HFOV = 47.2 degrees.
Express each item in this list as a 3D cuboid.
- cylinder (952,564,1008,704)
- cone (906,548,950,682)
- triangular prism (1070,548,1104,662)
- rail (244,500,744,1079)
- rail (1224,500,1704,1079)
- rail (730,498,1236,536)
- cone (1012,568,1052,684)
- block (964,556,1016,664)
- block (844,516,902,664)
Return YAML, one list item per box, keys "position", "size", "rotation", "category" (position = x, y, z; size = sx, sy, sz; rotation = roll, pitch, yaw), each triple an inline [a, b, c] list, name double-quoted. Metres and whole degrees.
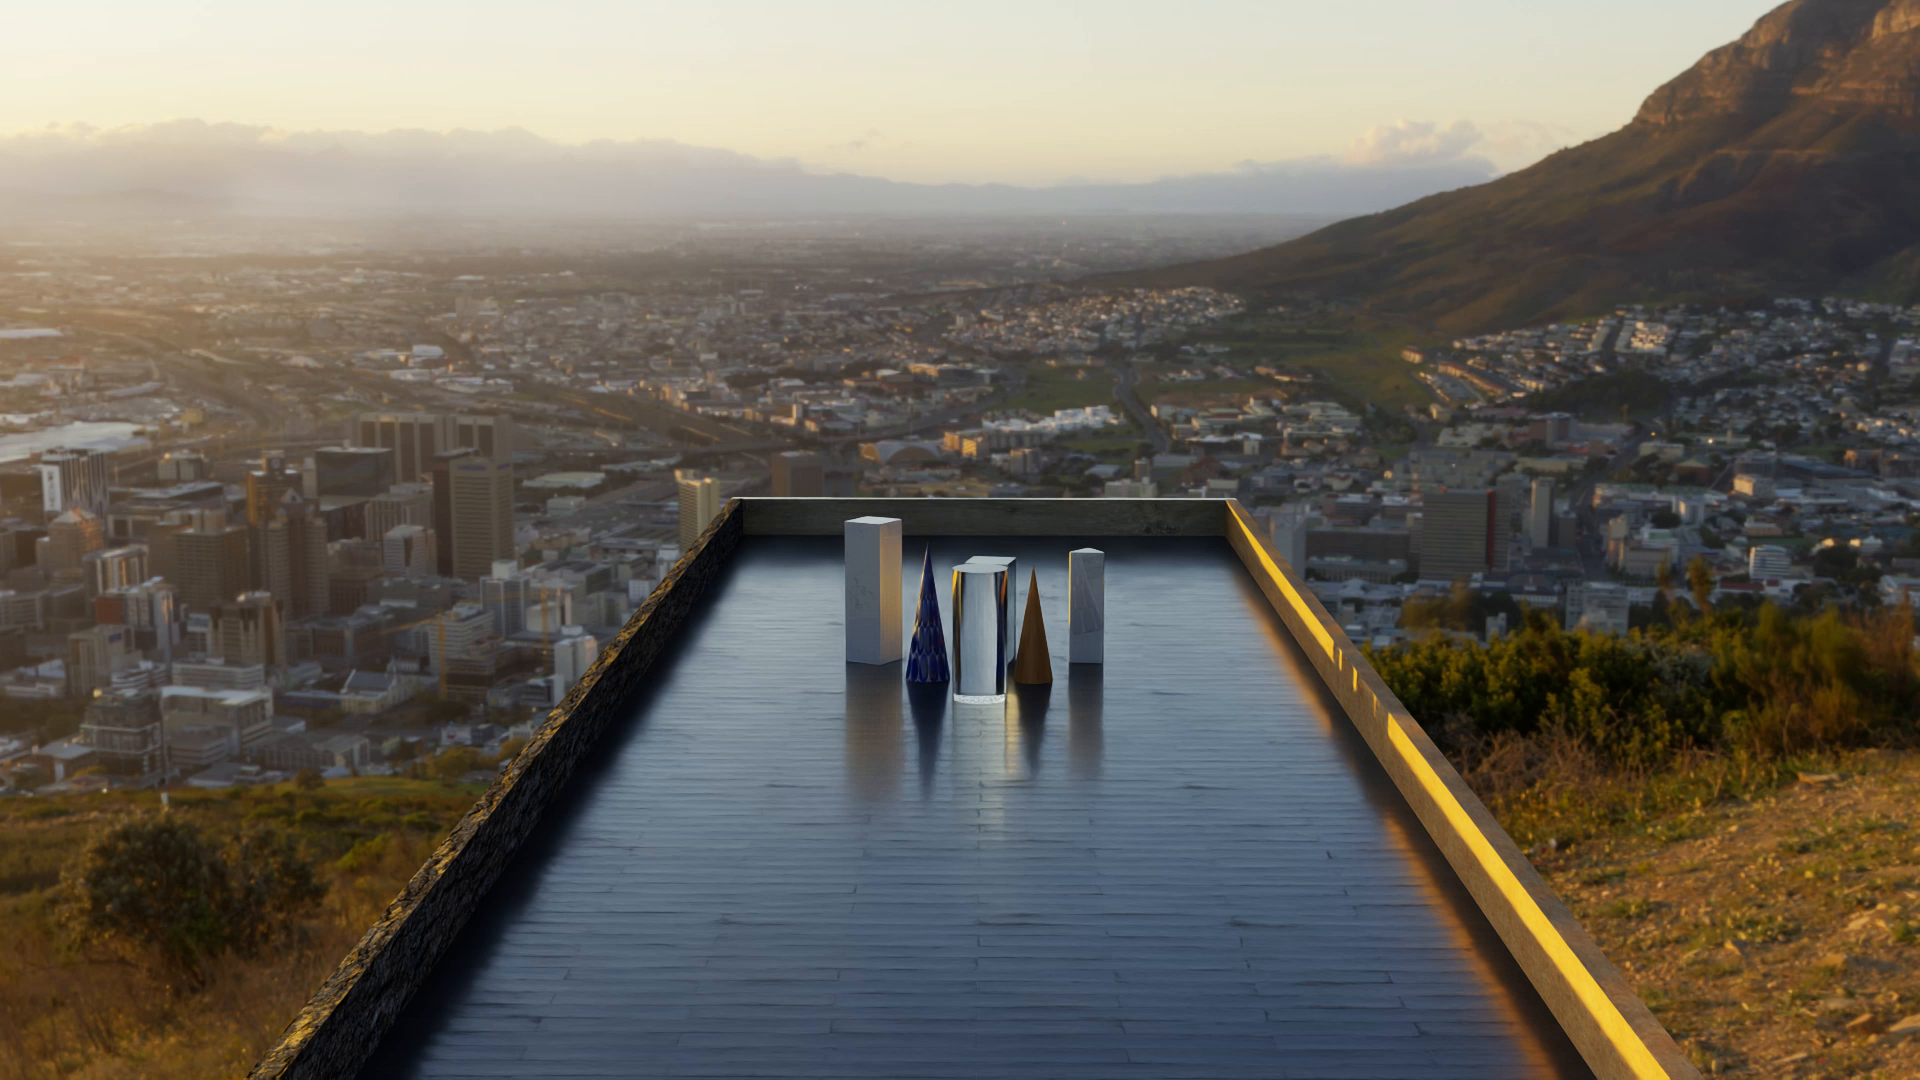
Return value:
- position: [0.056, 0.262, 6.172]
  size: [0.155, 0.371, 0.155]
  rotation: [0, 9, 0]
  category: "cylinder"
- position: [-0.094, 0.205, 6.430]
  size: [0.133, 0.402, 0.133]
  rotation: [0, 9, 0]
  category: "cone"
- position: [0.387, 0.197, 6.681]
  size: [0.103, 0.339, 0.089]
  rotation: [1, 9, 7]
  category: "triangular prism"
- position: [-1.004, 0.839, 3.234]
  size: [0.050, 0.150, 12.000]
  rotation: [0, 9, 1]
  category: "rail"
- position: [1.046, 0.843, 3.208]
  size: [0.050, 0.150, 12.000]
  rotation: [0, 9, 1]
  category: "rail"
- position: [0.099, -0.098, 9.147]
  size: [2.100, 0.150, 0.050]
  rotation: [0, 9, 1]
  category: "rail"
- position: [0.213, 0.239, 6.405]
  size: [0.118, 0.342, 0.118]
  rotation: [0, 9, 0]
  category: "cone"
- position: [0.092, 0.213, 6.682]
  size: [0.132, 0.308, 0.132]
  rotation: [2, 9, 12]
  category: "block"
- position: [-0.262, 0.152, 6.680]
  size: [0.125, 0.429, 0.125]
  rotation: [5, 10, 30]
  category: "block"
